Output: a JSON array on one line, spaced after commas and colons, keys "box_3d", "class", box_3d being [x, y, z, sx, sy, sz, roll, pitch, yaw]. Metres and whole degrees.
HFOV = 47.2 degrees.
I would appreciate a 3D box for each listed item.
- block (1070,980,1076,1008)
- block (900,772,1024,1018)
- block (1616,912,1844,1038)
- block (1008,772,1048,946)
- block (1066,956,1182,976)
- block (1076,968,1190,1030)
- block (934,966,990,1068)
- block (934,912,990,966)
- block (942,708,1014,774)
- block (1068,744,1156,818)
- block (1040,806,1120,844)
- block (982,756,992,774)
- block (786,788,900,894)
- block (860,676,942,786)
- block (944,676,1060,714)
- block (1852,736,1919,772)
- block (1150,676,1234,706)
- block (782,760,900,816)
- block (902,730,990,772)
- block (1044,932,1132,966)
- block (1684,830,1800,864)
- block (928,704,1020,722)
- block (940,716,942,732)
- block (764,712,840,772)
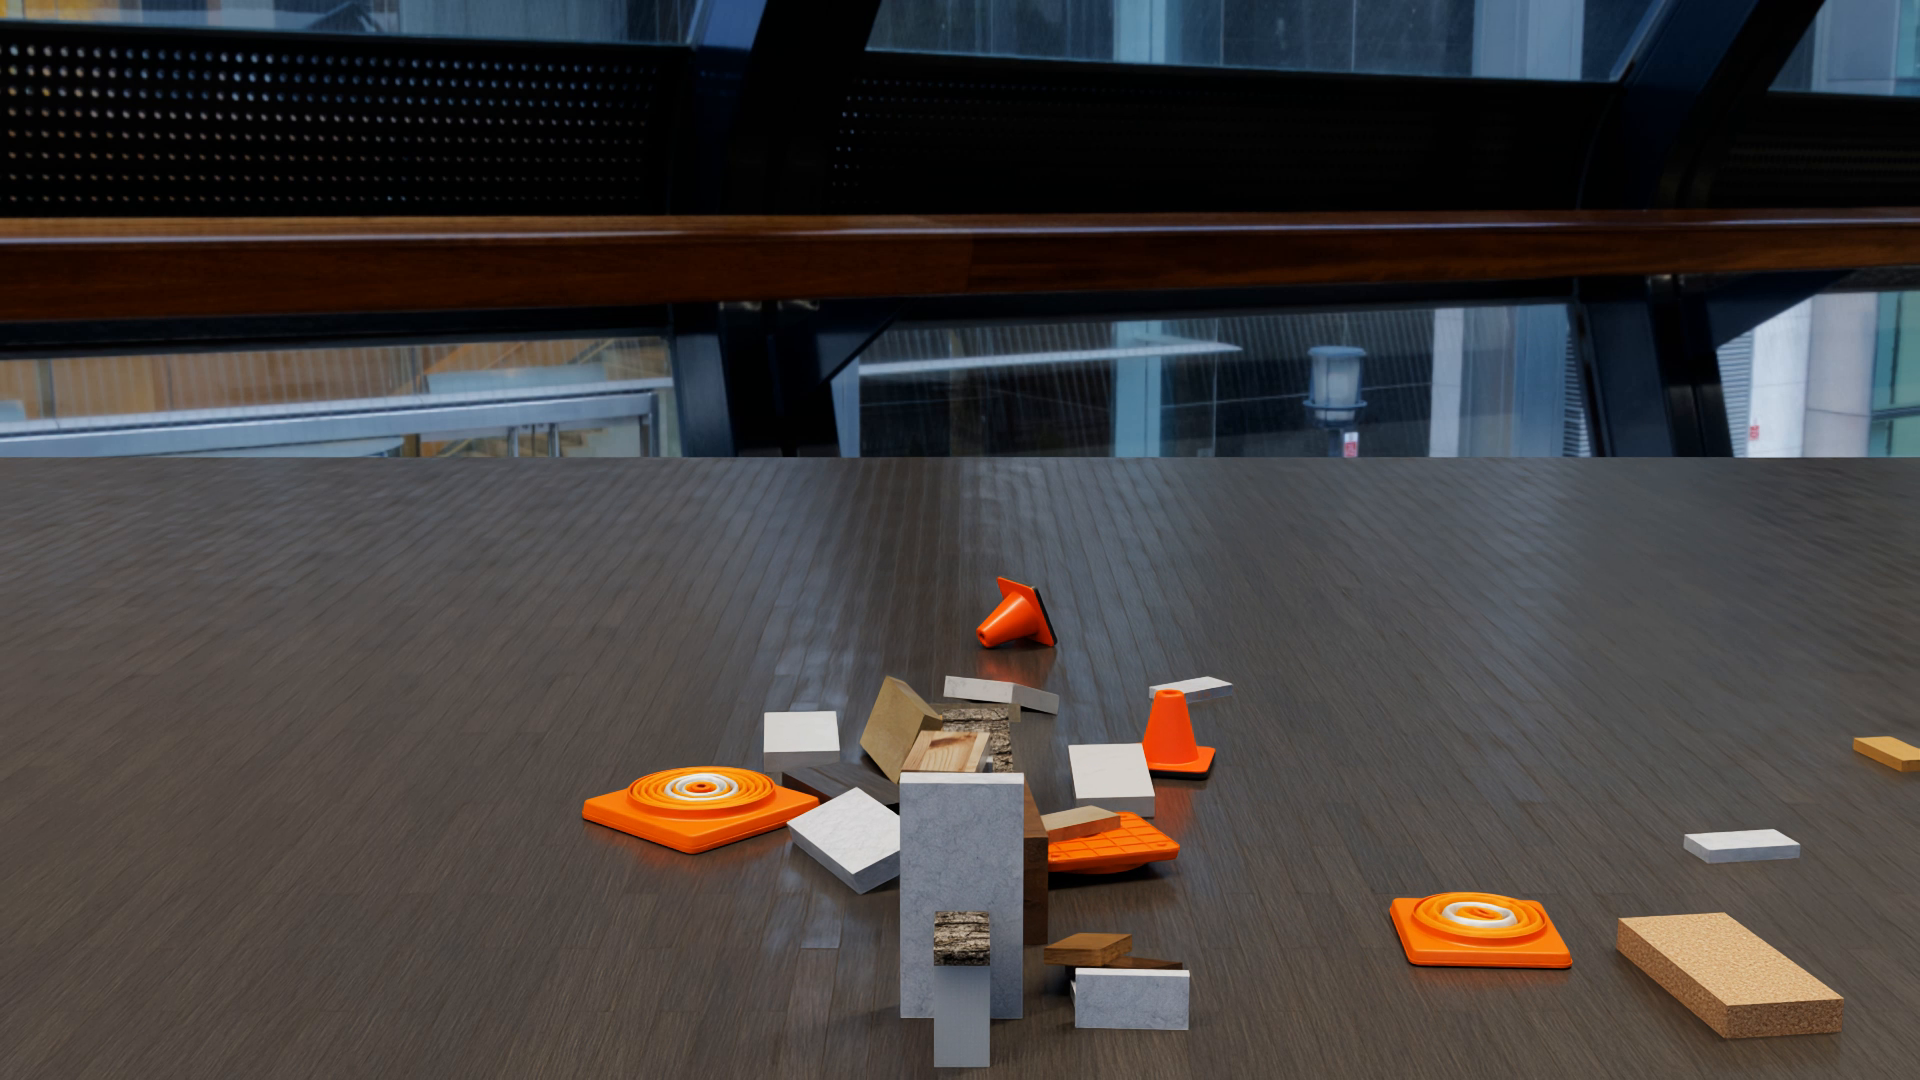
[{"box_3d": [0.245, 0.664, 3.208, 0.160, 0.023, 0.080, -1, 11, -5], "class": "block"}, {"box_3d": [0.003, 0.509, 3.146, 0.175, 0.350, 0.050, 0, 11, 1], "class": "block"}, {"box_3d": [1.133, 0.641, 3.259, 0.175, 0.050, 0.350, -2, 11, -8], "class": "block"}, {"box_3d": [0.098, 0.515, 3.593, 0.050, 0.175, 0.350, -1, 11, -5], "class": "block"}, {"box_3d": [0.242, 0.635, 3.256, 0.160, 0.023, 0.080, -4, -4, 45], "class": "block"}, {"box_3d": [0.244, 0.651, 3.120, 0.160, 0.080, 0.023, 1, 11, 3], "class": "block"}, {"box_3d": [0.003, 0.640, 2.985, 0.076, 0.151, 0.021, 0, 11, 0], "class": "block"}, {"box_3d": [0.003, 0.546, 3.019, 0.076, 0.021, 0.151, 0, 11, 0], "class": "block"}, {"box_3d": [0.032, 0.397, 4.060, 0.124, 0.035, 0.247, -1, 30, -1], "class": "block"}, {"box_3d": [0.287, 0.459, 4.203, 0.145, 0.041, 0.290, -2, 14, 0], "class": "block"}, {"box_3d": [0.191, 0.498, 3.851, 0.166, 0.023, 0.083, -7, 10, -34], "class": "block"}, {"box_3d": [-0.004, 0.476, 3.647, 0.116, 0.232, 0.033, 0, 10, 0], "class": "block"}, {"box_3d": [-0.176, 0.519, 3.816, 0.145, 0.041, 0.307, -25, 19, -20], "class": "block"}, {"box_3d": [-0.118, 0.382, 4.365, 0.043, 0.150, 0.319, 21, 4, -18], "class": "block"}, {"box_3d": [0.092, 0.332, 4.685, 0.150, 0.043, 0.301, 4, -7, 22], "class": "block"}, {"box_3d": [1.894, 0.433, 4.452, 0.083, 0.023, 0.166, -2, 11, -11], "class": "block"}, {"box_3d": [0.521, 0.340, 4.951, 0.173, 0.024, 0.086, -7, 13, -34], "class": "block"}, {"box_3d": [-0.203, 0.481, 4.145, 0.145, 0.041, 0.290, -7, 12, -32], "class": "block"}, {"box_3d": [-0.021, 0.357, 3.561, 0.116, 0.033, 0.232, 1, 10, 7], "class": "block"}, {"box_3d": [0.194, 0.615, 3.304, 0.086, 0.024, 0.173, -2, -3, 20], "class": "block"}, {"box_3d": [1.377, 0.539, 3.875, 0.173, 0.024, 0.086, -2, 11, -10], "class": "block"}, {"box_3d": [0.019, 0.359, 4.573, 0.132, 0.037, 0.264, 2, -5, -18], "class": "block"}, {"box_3d": [0.003, 0.423, 4.303, 0.132, 0.037, 0.264, 0, 24, 1], "class": "block"}, {"box_3d": [-0.326, 0.412, 4.510, 0.150, 0.043, 0.301, -1, 11, -5], "class": "block"}]
